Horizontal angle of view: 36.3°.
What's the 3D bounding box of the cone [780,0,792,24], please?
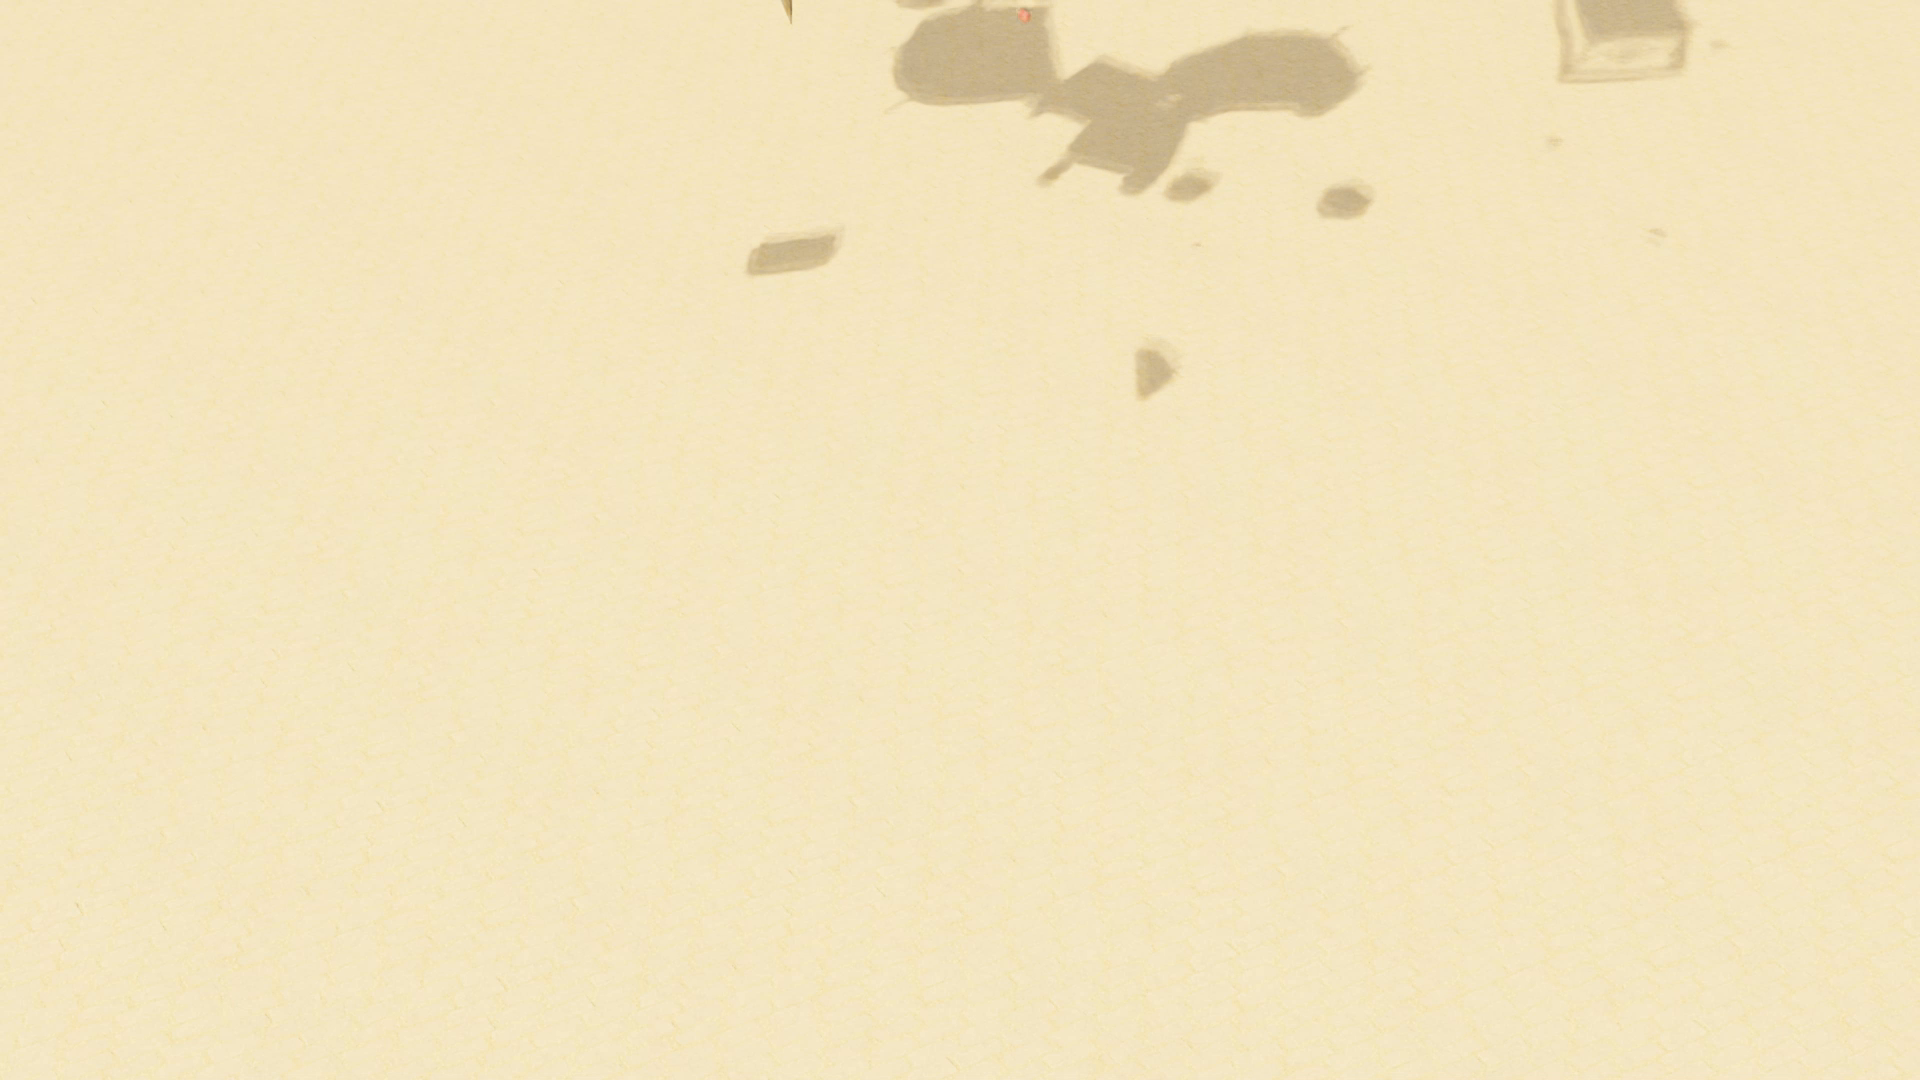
[{"bbox_3d":[-0.473,-1.503,7.698,0.131,0.351,0.315,-17,37,-9],"label":"cone"}]
